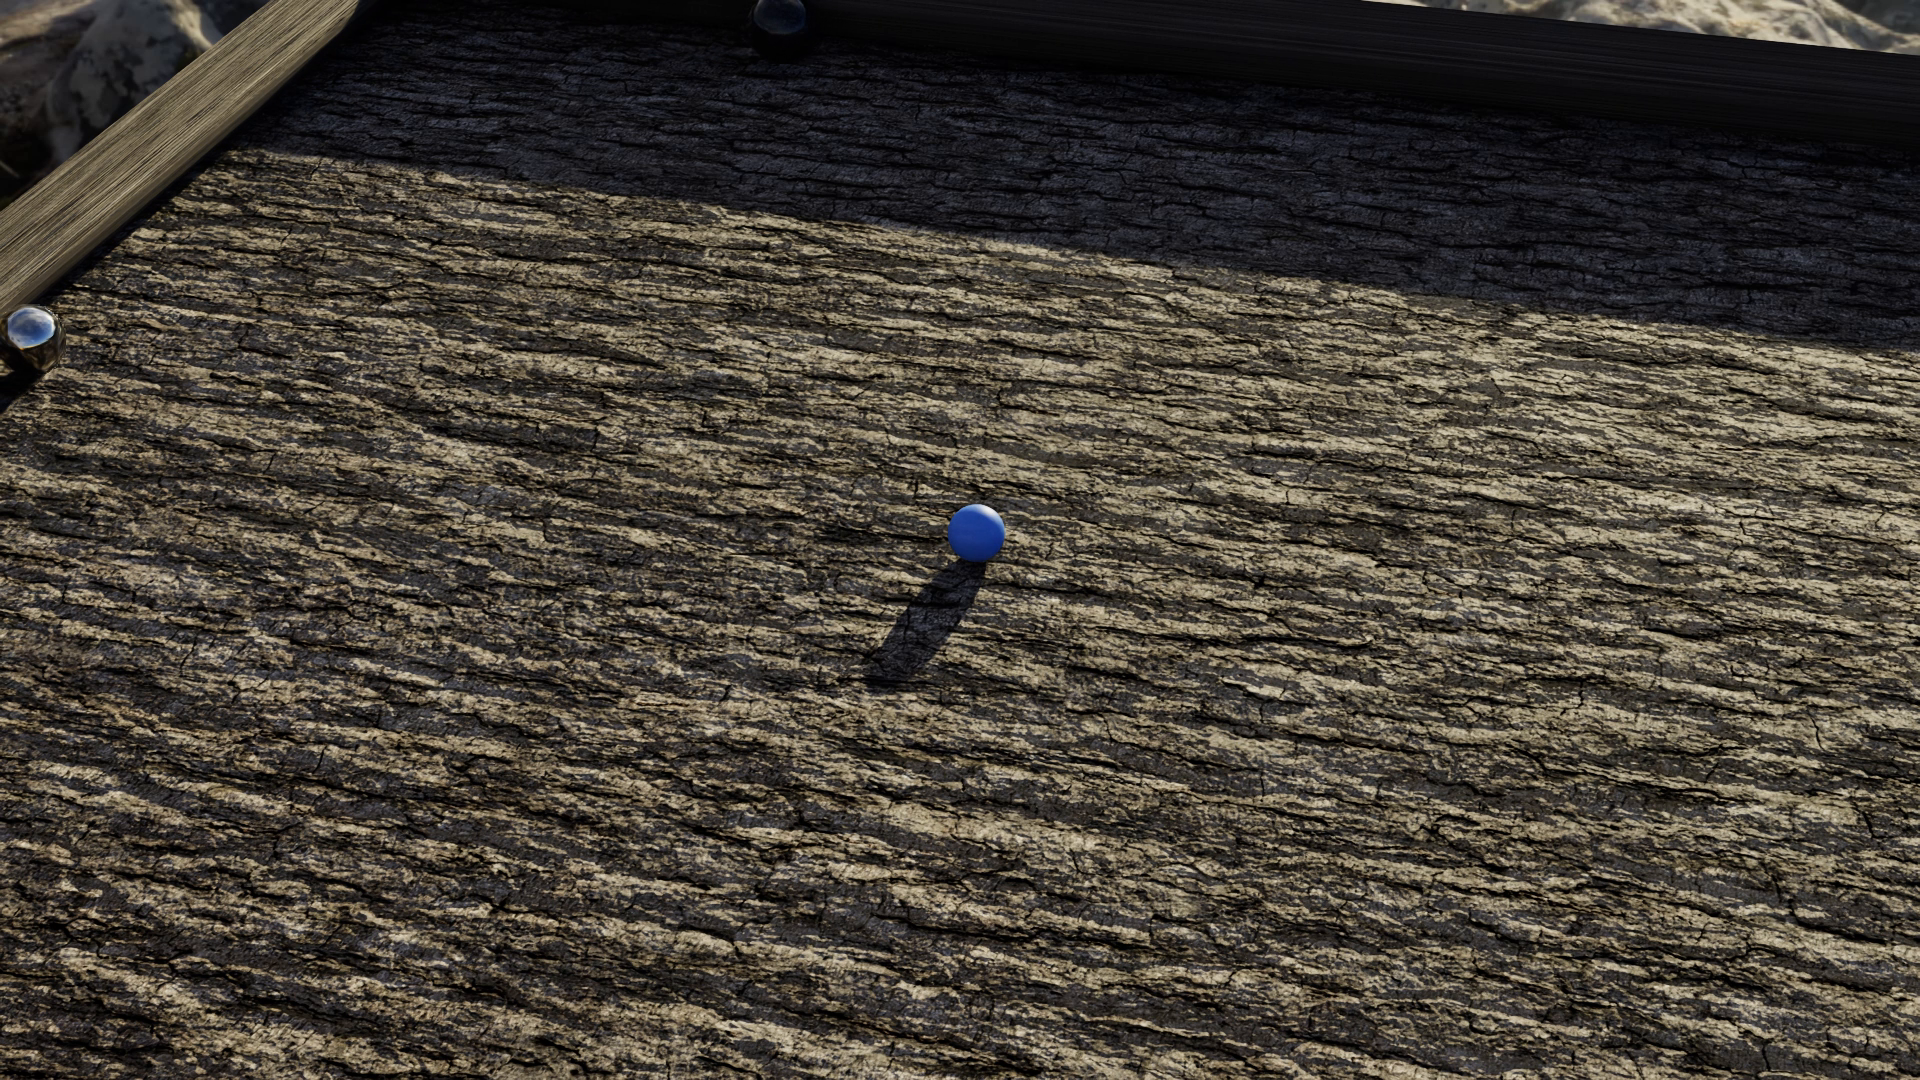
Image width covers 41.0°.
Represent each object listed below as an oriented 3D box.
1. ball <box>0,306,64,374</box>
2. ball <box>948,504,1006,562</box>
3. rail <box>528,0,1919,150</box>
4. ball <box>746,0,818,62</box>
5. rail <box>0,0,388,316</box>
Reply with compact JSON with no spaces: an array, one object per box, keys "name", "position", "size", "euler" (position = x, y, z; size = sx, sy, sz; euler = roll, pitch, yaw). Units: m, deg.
[{"name":"ball","position":[-0.825,-0.178,2.272],"size":[0.060,0.060,0.060],"euler":[0,34,0]},{"name":"ball","position":[0.013,-0.005,2.029],"size":[0.046,0.046,0.046],"euler":[0,34,0]},{"name":"rail","position":[1.166,-0.409,2.577],"size":[3.789,0.102,0.045],"euler":[8,35,12]},{"name":"ball","position":[-0.197,-0.567,2.834],"size":[0.078,0.078,0.078],"euler":[0,34,0]},{"name":"rail","position":[-0.892,-0.154,2.198],"size":[0.045,0.102,1.993],"euler":[8,35,12]}]
